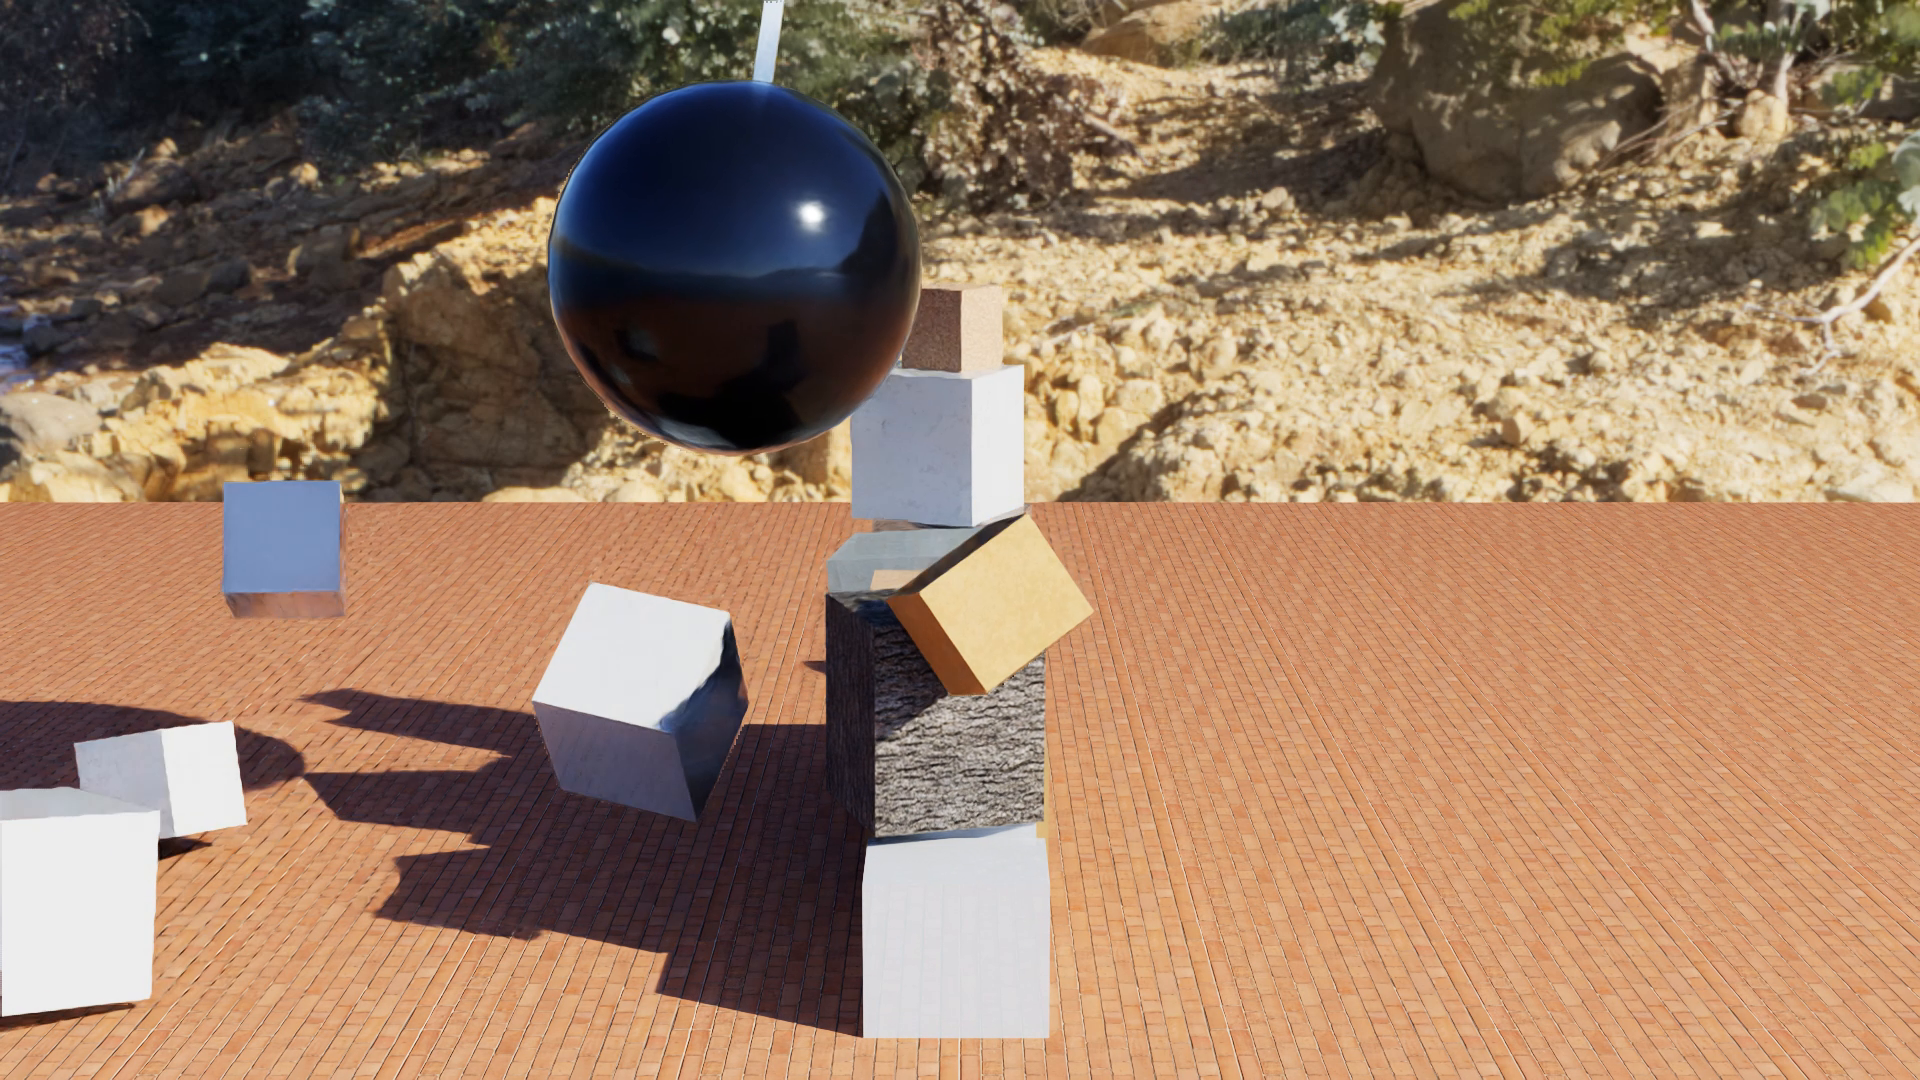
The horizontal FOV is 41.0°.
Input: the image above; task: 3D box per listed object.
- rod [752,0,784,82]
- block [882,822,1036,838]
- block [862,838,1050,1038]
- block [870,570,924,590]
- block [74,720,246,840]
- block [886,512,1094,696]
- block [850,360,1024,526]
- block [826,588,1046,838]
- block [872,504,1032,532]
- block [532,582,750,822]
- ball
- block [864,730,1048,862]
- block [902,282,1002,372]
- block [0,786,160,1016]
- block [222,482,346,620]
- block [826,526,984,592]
[{"bbox_3d":[-0.416,-4.462,10.369,0.080,5.200,0.080,9,10,-2],"label":"rod"},{"bbox_3d":[-0.012,1.351,10.344,0.601,0.641,0.653,0,10,-1],"label":"block"},{"bbox_3d":[-0.014,1.495,9.691,0.684,0.591,0.572,0,10,0],"label":"block"},{"bbox_3d":[-0.013,0.516,10.963,0.734,0.653,0.705,0,10,1],"label":"block"},{"bbox_3d":[-3.600,1.102,11.571,0.471,0.476,0.512,-10,-3,20],"label":"block"},{"bbox_3d":[0.105,0.243,9.510,0.510,0.440,0.447,-36,6,-17],"label":"block"},{"bbox_3d":[-0.103,-0.474,12.238,0.617,0.689,0.649,4,11,22],"label":"block"},{"bbox_3d":[-0.106,0.653,10.107,0.684,0.817,0.685,-3,11,-18],"label":"block"},{"bbox_3d":[-0.033,0.173,12.338,0.666,0.626,0.630,2,10,9],"label":"block"},{"bbox_3d":[-1.467,0.753,11.914,0.692,0.736,0.694,12,53,13],"label":"block"},{"bbox_3d":[-0.960,-1.160,10.970,1.600,1.600,1.600,0,10,0],"label":"ball"},{"bbox_3d":[-0.015,1.197,11.012,0.764,0.704,0.682,0,10,0],"label":"block"},{"bbox_3d":[-0.038,-1.017,12.223,0.349,0.385,0.340,7,13,35],"label":"block"},{"bbox_3d":[-3.602,1.353,9.667,0.722,0.715,0.847,5,2,44],"label":"block"},{"bbox_3d":[-3.327,0.055,12.678,0.545,0.551,0.570,-1,-15,-10],"label":"block"},{"bbox_3d":[-0.179,0.365,11.712,0.680,0.716,0.677,-3,10,9],"label":"block"}]
